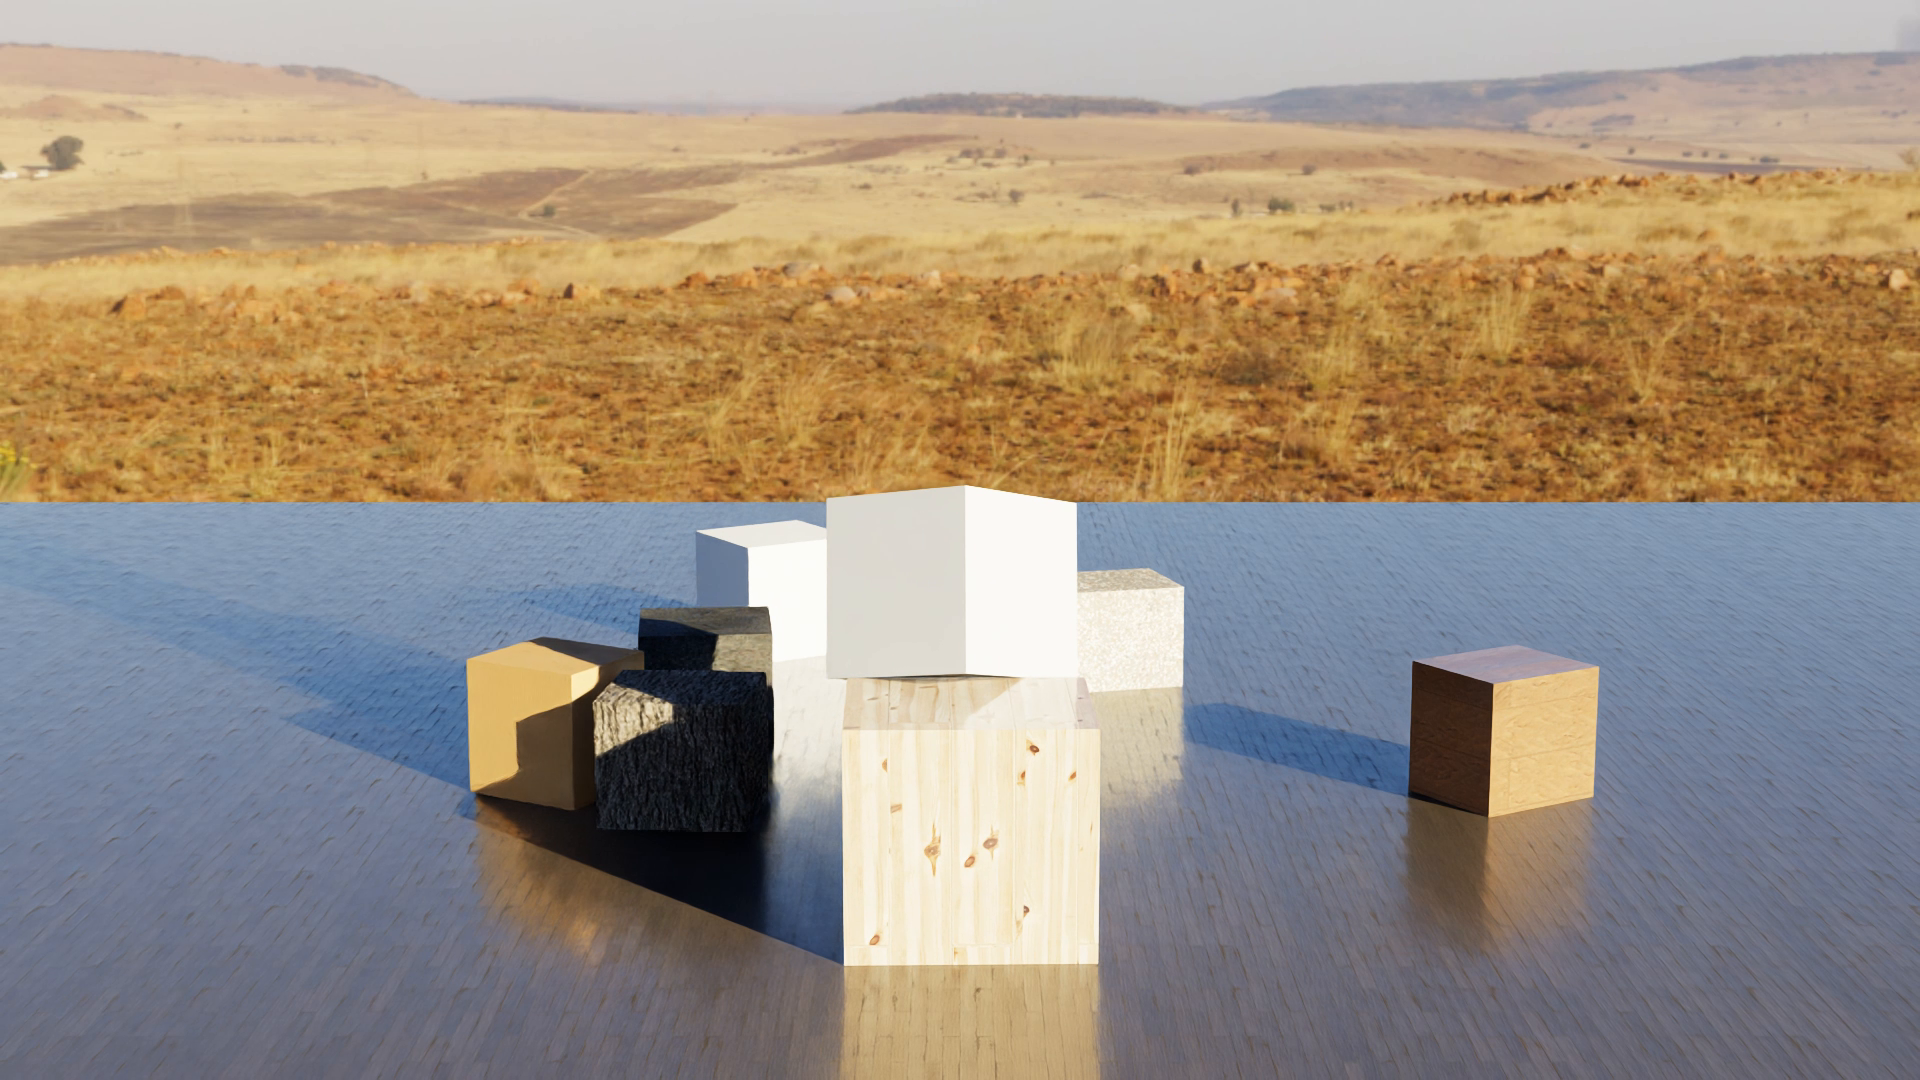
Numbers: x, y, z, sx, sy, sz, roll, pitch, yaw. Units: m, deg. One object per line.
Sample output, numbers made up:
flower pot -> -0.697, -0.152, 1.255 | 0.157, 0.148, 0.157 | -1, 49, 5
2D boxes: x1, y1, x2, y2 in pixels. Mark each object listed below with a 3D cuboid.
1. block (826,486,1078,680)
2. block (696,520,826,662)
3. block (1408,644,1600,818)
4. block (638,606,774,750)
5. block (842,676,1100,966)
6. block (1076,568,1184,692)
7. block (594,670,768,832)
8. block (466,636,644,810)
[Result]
block -> -0.031, 0.218, 11.191 | 0.748, 0.783, 0.825 | -4, -7, 36
block -> -1.146, 0.314, 15.835 | 0.718, 0.717, 0.692 | -7, 12, -32
block -> 2.671, 0.928, 12.625 | 0.688, 0.657, 0.573 | -6, 12, -31
block -> -1.363, 0.738, 13.769 | 0.698, 0.621, 0.719 | -1, 10, -6
block -> 0.035, 1.141, 10.593 | 1.014, 0.965, 0.887 | 0, 10, -1
block -> 0.886, 0.524, 15.045 | 0.678, 0.586, 0.600 | -3, 11, -15
block -> -1.327, 1.003, 12.312 | 0.710, 0.616, 0.686 | 1, 10, 4
block -> -1.996, 0.899, 12.727 | 0.638, 0.671, 0.593 | 6, 12, 28
